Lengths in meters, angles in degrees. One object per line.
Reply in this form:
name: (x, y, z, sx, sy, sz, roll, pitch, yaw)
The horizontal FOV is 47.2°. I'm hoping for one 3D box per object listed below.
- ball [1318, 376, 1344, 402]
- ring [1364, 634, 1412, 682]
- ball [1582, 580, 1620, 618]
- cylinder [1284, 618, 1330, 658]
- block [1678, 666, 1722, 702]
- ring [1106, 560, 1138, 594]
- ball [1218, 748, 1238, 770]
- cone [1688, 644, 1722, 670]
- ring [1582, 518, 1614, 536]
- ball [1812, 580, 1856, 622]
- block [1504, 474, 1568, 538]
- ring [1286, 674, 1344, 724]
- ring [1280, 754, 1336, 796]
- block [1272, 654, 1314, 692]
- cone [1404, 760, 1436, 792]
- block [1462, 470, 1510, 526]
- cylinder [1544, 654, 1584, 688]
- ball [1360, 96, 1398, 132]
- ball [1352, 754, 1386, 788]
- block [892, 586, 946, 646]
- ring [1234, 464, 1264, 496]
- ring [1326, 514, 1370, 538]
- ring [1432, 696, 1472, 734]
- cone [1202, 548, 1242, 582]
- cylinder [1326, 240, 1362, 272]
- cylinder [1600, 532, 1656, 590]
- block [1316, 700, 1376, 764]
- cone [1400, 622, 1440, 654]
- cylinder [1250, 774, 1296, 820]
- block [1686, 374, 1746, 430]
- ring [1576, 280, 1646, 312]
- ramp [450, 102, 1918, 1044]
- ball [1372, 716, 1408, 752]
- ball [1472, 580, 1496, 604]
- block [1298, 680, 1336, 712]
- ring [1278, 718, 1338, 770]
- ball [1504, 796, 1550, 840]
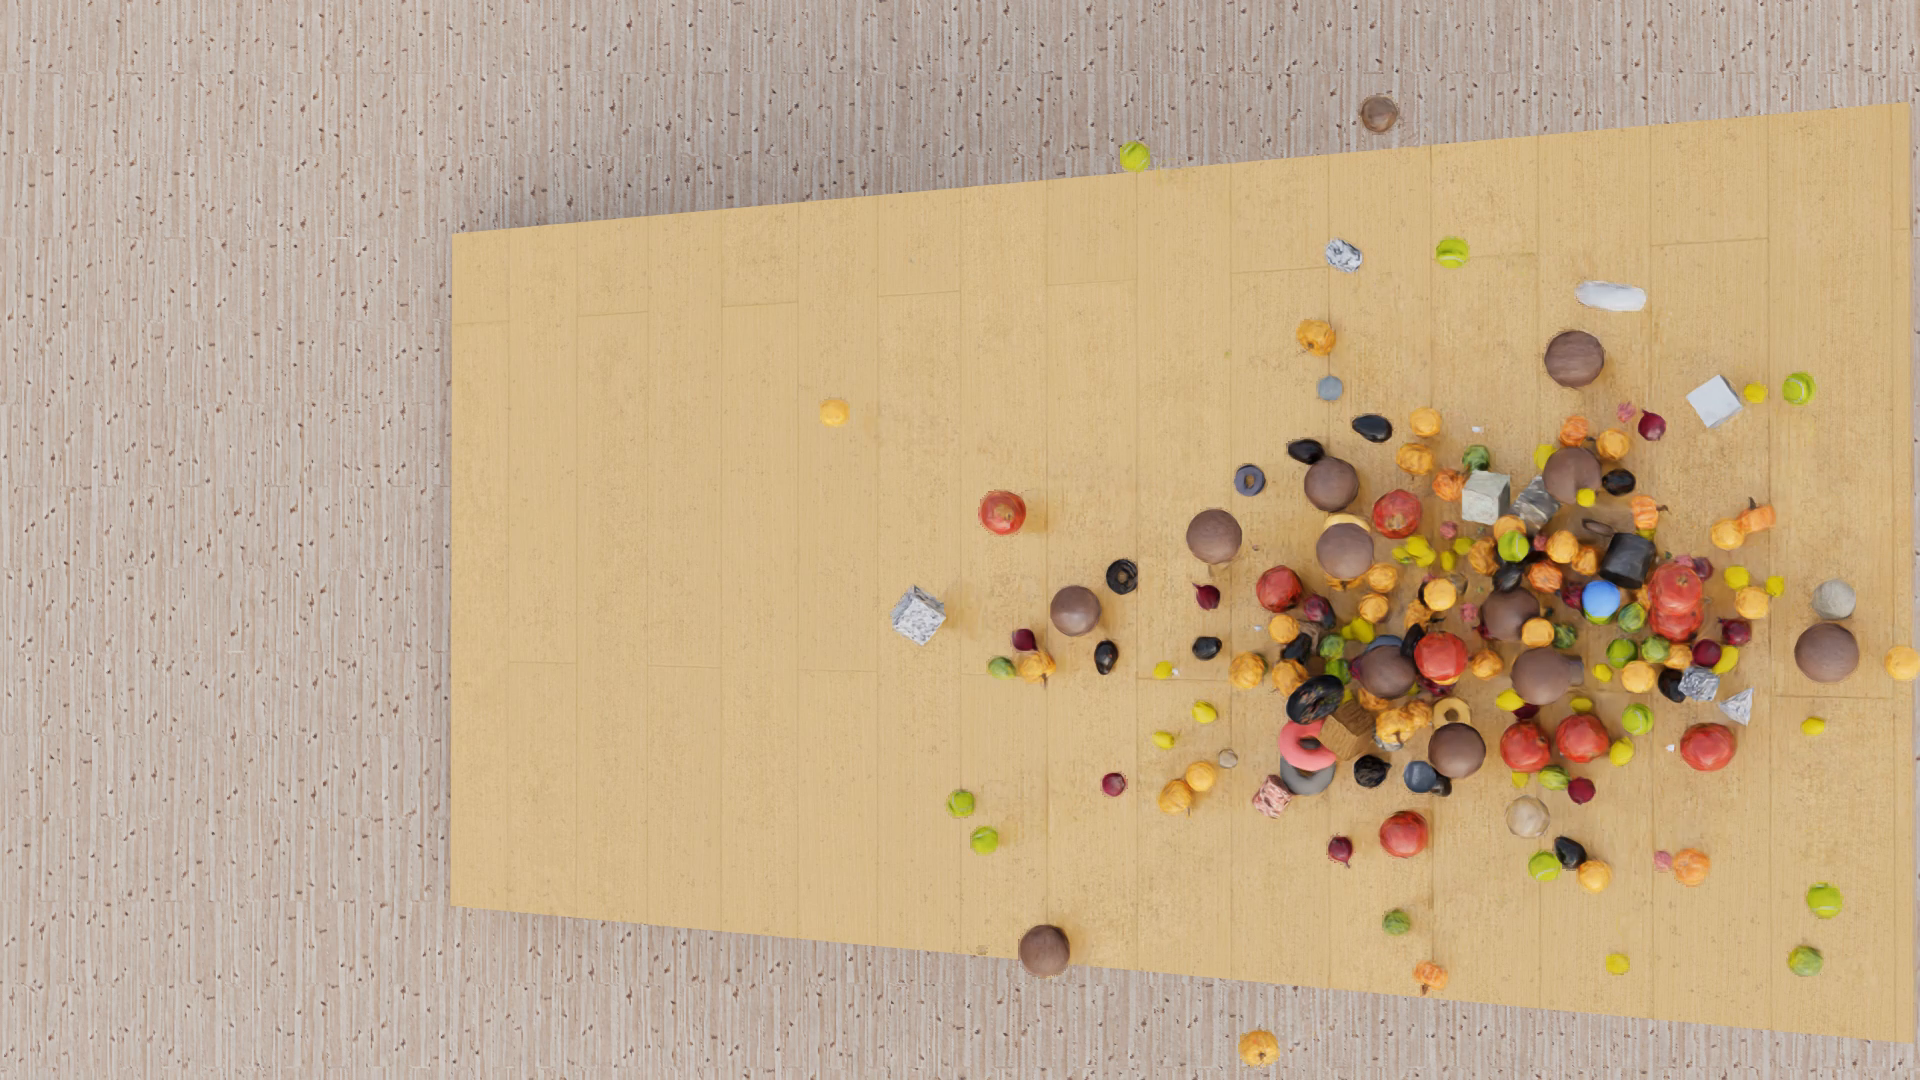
ball: (0.883, -0.361, 5.244, 0.061, 0.061, 0.061, 0, 89, 0)
ring: (1.008, 0.280, 5.184, 0.114, 0.038, 0.114, 0, 91, 27)
ball: (1.416, 0.130, 4.858, 0.083, 0.083, 0.083, 0, 89, 0)
cylinder: (0.829, 0.234, 5.254, 0.082, 0.082, 0.082, 9, 89, 28)
block: (1.599, 0.311, 4.753, 0.054, 0.054, 0.054, 1, 114, -35)
ring: (0.407, 0.092, 5.509, 0.089, 0.030, 0.089, 0, 90, 32)
ball: (0.652, 0.534, 5.362, 0.050, 0.050, 0.050, 0, 89, 0)
cone: (1.618, 0.243, 4.816, 0.065, 0.065, 0.065, 30, 89, -16)
ring: (1.431, -0.028, 4.933, 0.075, 0.075, 0.025, 20, 98, 0)
ball: (1.868, 0.128, 4.699, 0.090, 0.090, 0.090, 0, 89, 0)
block: (1.304, -0.078, 4.975, 0.084, 0.084, 0.084, 40, 59, 12)
ring: (0.818, 0.368, 5.064, 0.147, 0.147, 0.049, -30, 54, 0)
ring: (0.832, 0.543, 5.265, 0.139, 0.046, 0.139, -6, 77, 27)
block: (0.800, 0.318, 5.275, 0.071, 0.071, 0.071, -18, 81, 27)
cone: (1.038, 0.548, 5.014, 0.076, 0.076, 0.076, 1, 71, -4)
block: (1.201, -0.097, 5.020, 0.084, 0.084, 0.084, 13, 131, 27)
cylinder: (1.362, 0.297, 4.957, 0.073, 0.073, 0.073, -2, 89, 4)
ball: (0.988, -1.004, 5.186, 0.086, 0.086, 0.086, 0, 89, 0)
ball: (0.965, 0.545, 5.181, 0.077, 0.077, 0.077, 0, 89, 0)
block: (-0.106, 0.195, 5.670, 0.096, 0.096, 0.096, 33, 105, -14)
ring: (0.706, -0.144, 5.355, 0.078, 0.026, 0.078, 1, 92, 27)
ring: (0.916, -0.032, 5.201, 0.105, 0.105, 0.035, 13, 71, 0)
ring: (1.142, 0.408, 5.113, 0.092, 0.031, 0.092, 2, 94, 22)
cone: (0.653, 0.044, 5.373, 0.091, 0.091, 0.091, -22, 89, 24)
cylinder: (0.904, -0.669, 5.180, 0.062, 0.062, 0.062, 17, 89, -43)
cylinder: (1.483, 0.046, 4.885, 0.096, 0.096, 0.096, 23, 80, 0)
block: (0.911, 0.447, 5.158, 0.090, 0.090, 0.090, -26, 57, -38)
cone: (1.061, 0.242, 5.016, 0.081, 0.081, 0.081, 25, 89, -2)
cylinder: (0.754, 0.618, 5.292, 0.077, 0.077, 0.077, 42, 118, 0)
block: (1.657, -0.303, 4.820, 0.083, 0.083, 0.083, -37, 73, 23)
ring: (1.425, -0.534, 4.813, 0.149, 0.149, 0.050, 7, 104, 0)
ramp: (0.276, 0.078, 5.652, 4.000, 0.100, 2.000, 0, 89, 28)
ball: (0.998, 0.448, 5.098, 0.084, 0.084, 0.084, 0, 89, 0)
ball: (1.212, 0.119, 5.092, 0.056, 0.056, 0.056, 0, 89, 0)
block: (0.851, 0.375, 5.251, 0.064, 0.064, 0.064, -12, 84, 27)
ring: (0.833, 0.481, 5.223, 0.150, 0.050, 0.150, -3, 50, 3)
ball: (1.289, 0.630, 4.996, 0.099, 0.099, 0.099, 0, 89, 0)
